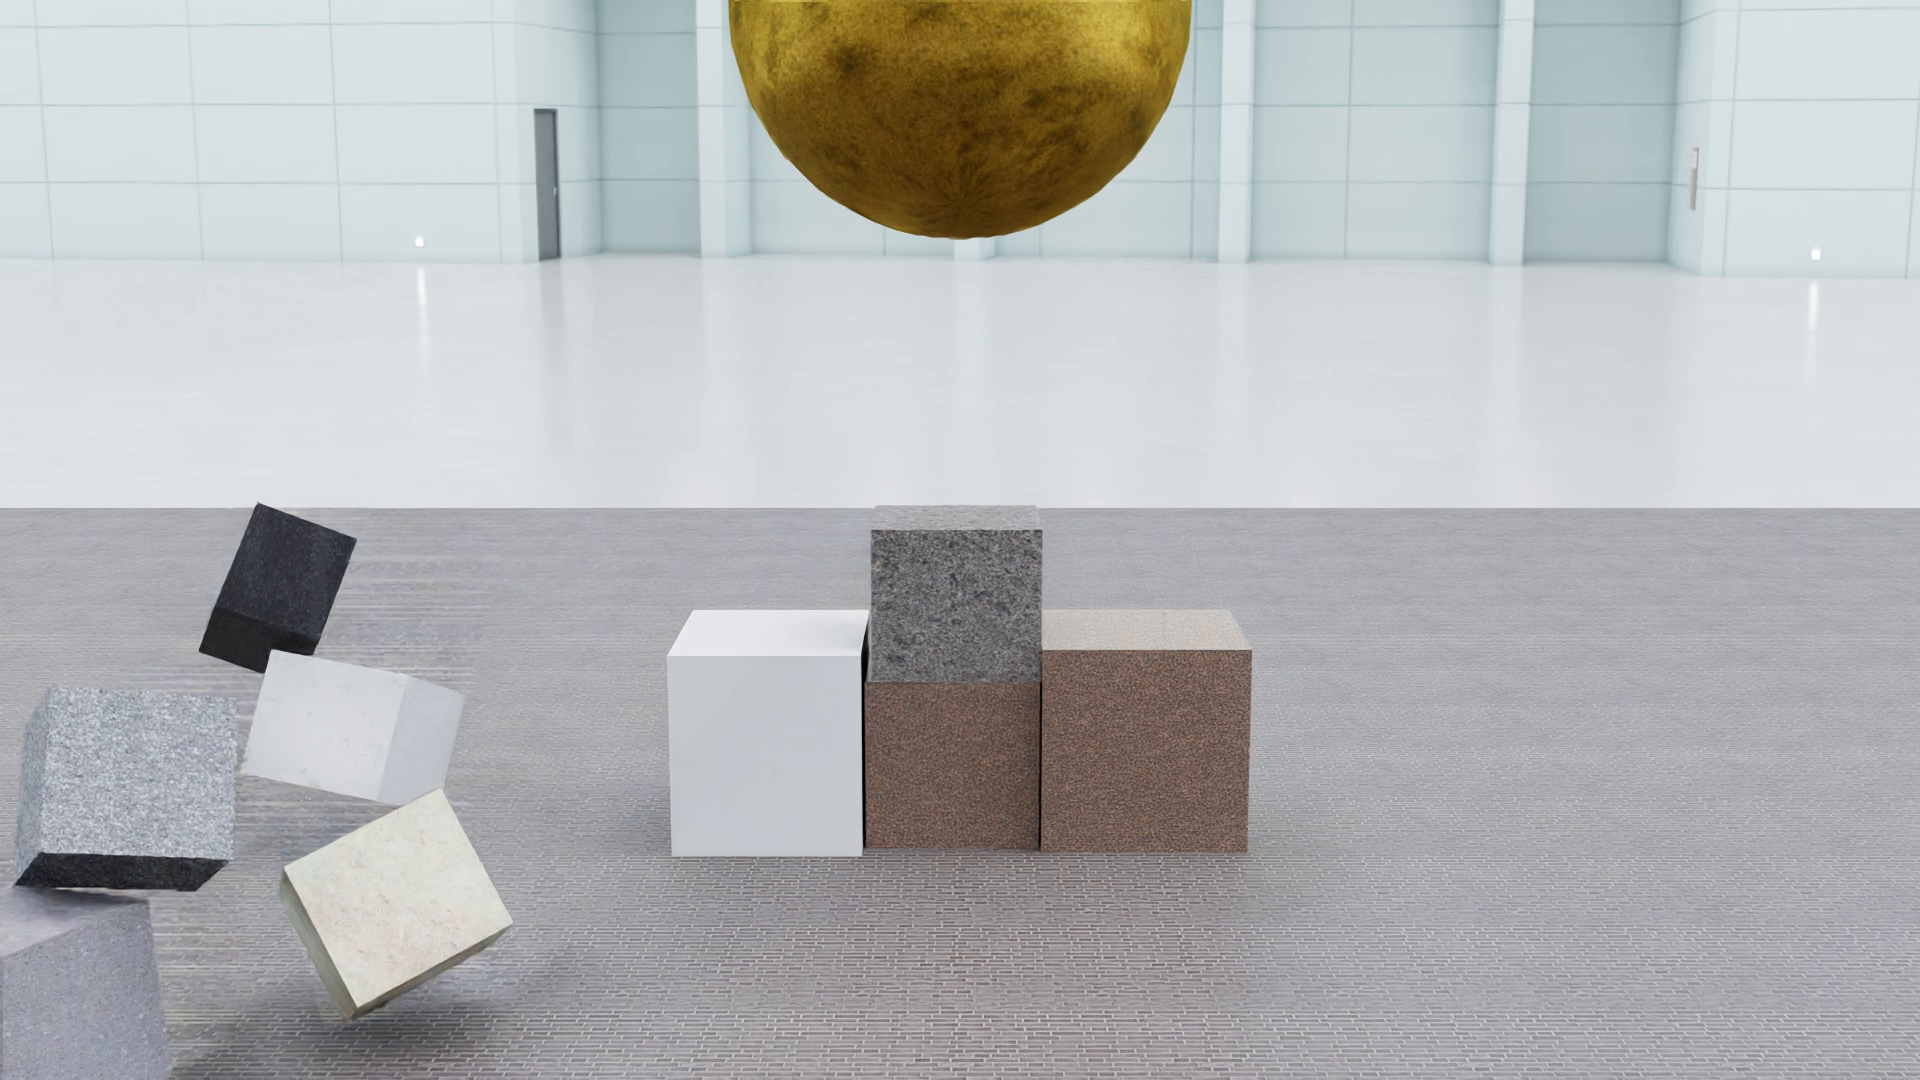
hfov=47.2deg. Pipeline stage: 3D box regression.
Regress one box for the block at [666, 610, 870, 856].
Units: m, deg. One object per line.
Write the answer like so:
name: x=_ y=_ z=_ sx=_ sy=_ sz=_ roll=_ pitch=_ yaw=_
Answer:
block: x=-0.959 y=0.973 z=11.357 sx=0.944 sy=1.022 sz=1.067 roll=0 pitch=10 yaw=0

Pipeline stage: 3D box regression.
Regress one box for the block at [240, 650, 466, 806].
block: x=-3.009 y=0.960 z=10.954 sx=0.740 sy=0.616 sz=0.678 roll=9 pitch=-10 yaw=14

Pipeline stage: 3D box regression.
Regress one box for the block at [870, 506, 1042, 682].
block: x=-0.020 y=0.262 z=11.183 sx=0.840 sy=0.768 sz=0.733 roll=0 pitch=10 yaw=0

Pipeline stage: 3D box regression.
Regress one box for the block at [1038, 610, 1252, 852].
block: x=0.919 y=0.966 z=11.346 sx=1.030 sy=1.040 sz=0.940 roll=0 pitch=10 yaw=0

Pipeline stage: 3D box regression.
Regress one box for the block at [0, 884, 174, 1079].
block: x=-3.445 y=1.717 z=8.011 sx=0.732 sy=0.684 sz=0.699 roll=0 pitch=10 yaw=28

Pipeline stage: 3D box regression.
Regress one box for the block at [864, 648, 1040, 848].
block: x=-0.038 y=1.052 z=11.379 sx=0.867 sy=0.858 sz=0.829 roll=0 pitch=10 yaw=0

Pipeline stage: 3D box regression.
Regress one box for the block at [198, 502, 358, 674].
block: x=-3.562 y=0.289 z=11.484 sx=0.533 sy=0.620 sz=0.616 roll=22 pitch=-33 yaw=-16

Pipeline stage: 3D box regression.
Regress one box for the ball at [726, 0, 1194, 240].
ball: x=0.000 y=-1.844 z=7.584 sx=1.600 sy=1.600 sz=1.600 roll=0 pitch=10 yaw=0

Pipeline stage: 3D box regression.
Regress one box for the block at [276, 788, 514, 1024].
block: x=-2.252 y=1.459 z=8.730 sx=0.657 sy=0.604 sz=0.616 roll=-27 pitch=-7 yaw=-25

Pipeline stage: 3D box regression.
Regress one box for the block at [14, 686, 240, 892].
block: x=-3.157 y=0.955 z=8.327 sx=0.667 sy=0.613 sz=0.648 roll=7 pitch=-22 yaw=-29
